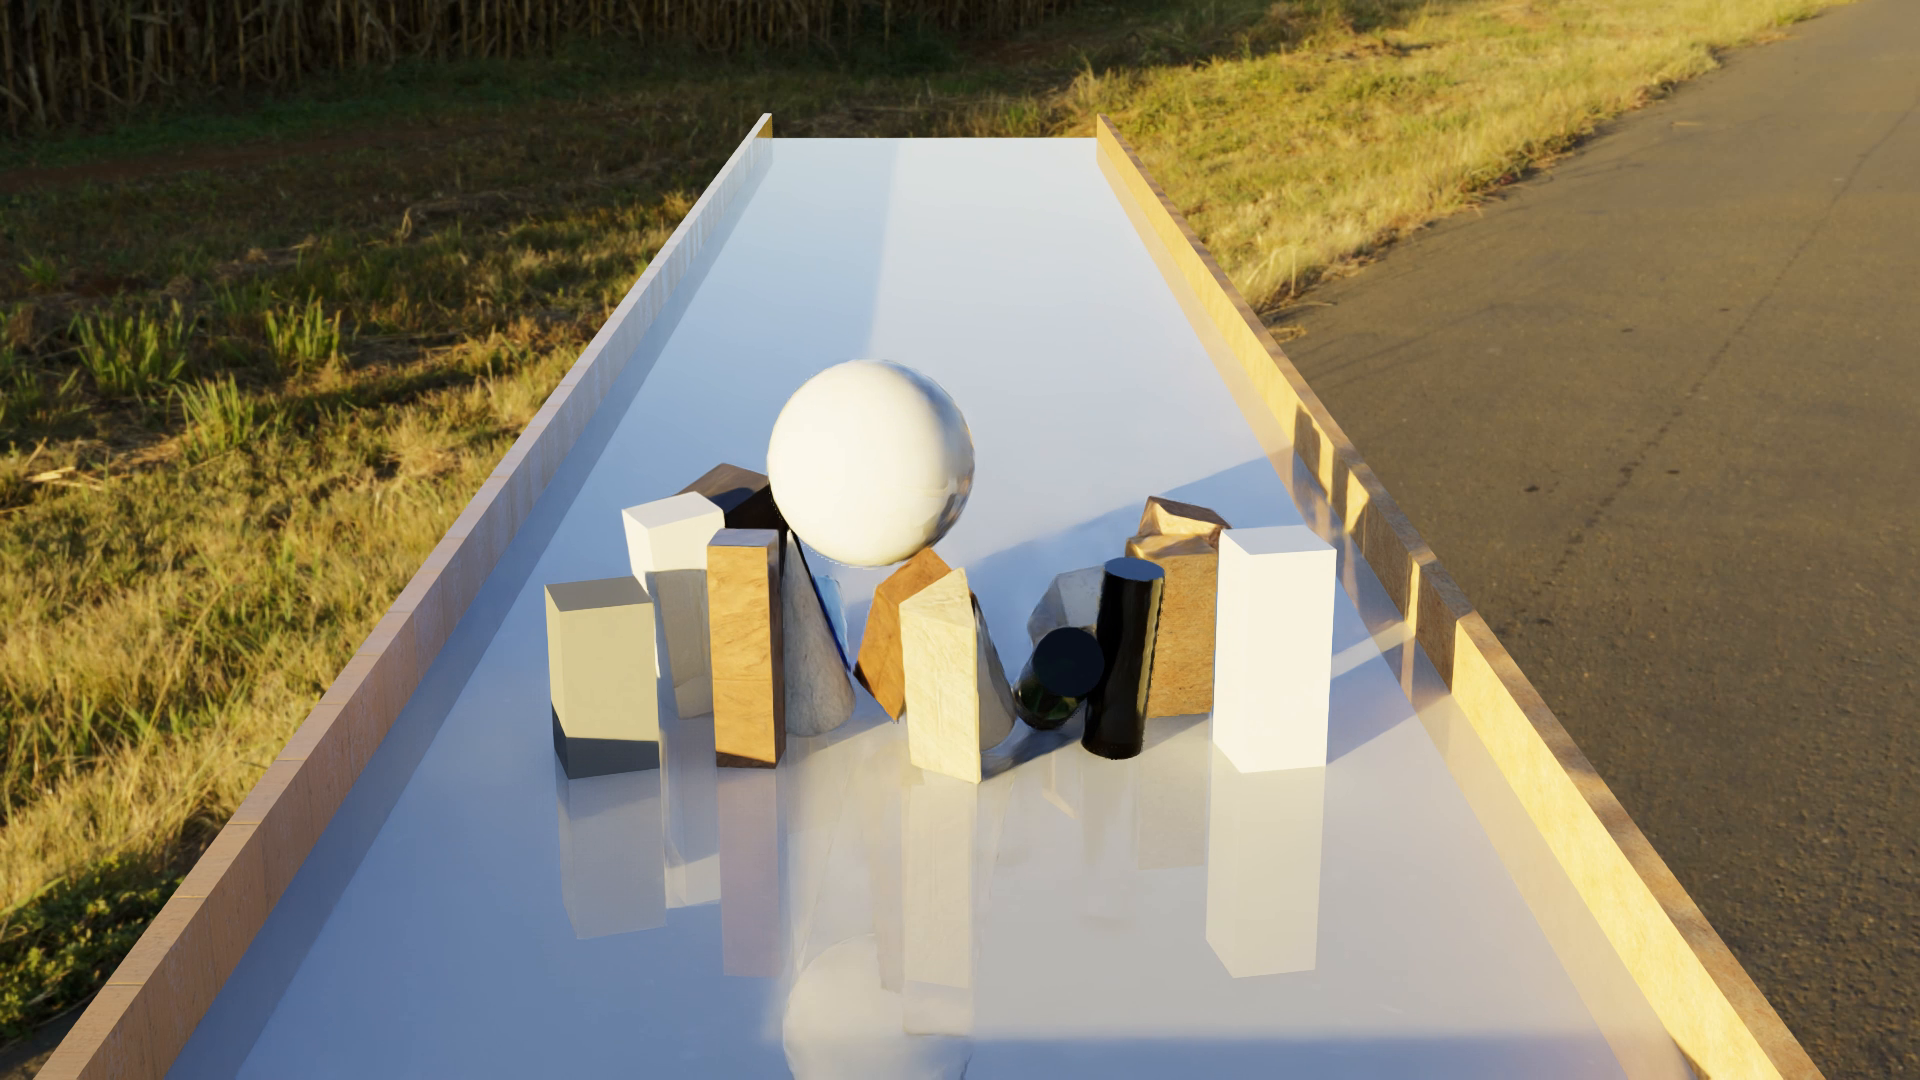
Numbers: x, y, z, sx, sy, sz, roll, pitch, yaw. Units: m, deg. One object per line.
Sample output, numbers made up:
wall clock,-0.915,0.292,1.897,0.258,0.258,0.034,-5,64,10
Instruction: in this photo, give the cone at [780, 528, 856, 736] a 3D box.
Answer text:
cone,-0.287,0.139,3.937,0.170,0.436,0.170,-2,42,2

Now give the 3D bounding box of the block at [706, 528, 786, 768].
block,-0.374,0.191,3.866,0.105,0.408,0.105,1,17,6

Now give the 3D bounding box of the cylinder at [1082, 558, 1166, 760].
cylinder,0.289,0.210,3.900,0.109,0.343,0.109,5,20,-2

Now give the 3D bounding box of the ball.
ball,-0.151,-0.132,3.764,0.357,0.357,0.357,0,17,0

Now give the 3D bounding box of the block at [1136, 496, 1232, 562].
block,0.400,0.101,4.266,0.133,0.330,0.133,12,14,-16

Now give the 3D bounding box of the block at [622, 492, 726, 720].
block,-0.511,0.122,4.126,0.146,0.379,0.146,-15,21,-23

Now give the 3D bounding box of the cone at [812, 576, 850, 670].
cone,-0.257,0.192,4.486,0.109,0.109,0.317,-4,27,-15

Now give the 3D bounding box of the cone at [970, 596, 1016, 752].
cone,0.022,0.201,3.839,0.174,0.377,0.174,1,55,-1

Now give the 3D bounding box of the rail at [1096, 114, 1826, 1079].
rail,0.932,-0.844,7.801,0.050,0.150,12.000,0,17,-1

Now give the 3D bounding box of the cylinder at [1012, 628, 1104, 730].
cylinder,0.171,0.249,3.901,0.122,0.122,0.331,-2,-14,-6

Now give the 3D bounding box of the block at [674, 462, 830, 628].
block,-0.424,0.056,4.346,0.171,0.358,0.171,17,44,44

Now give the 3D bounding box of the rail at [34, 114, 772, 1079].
rail,-1.118,-0.838,7.780,0.050,0.150,12.000,0,17,-1

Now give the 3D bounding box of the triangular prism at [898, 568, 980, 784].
triangular prism,-0.012,0.224,3.700,0.130,0.424,0.112,16,51,15

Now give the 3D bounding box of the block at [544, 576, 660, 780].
block,-0.631,0.240,3.879,0.161,0.307,0.161,-6,17,-18

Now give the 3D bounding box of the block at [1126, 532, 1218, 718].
block,0.394,0.160,4.136,0.136,0.314,0.136,-4,17,-13

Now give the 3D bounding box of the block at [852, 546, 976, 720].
block,-0.086,0.171,3.873,0.117,0.447,0.117,-39,78,-21

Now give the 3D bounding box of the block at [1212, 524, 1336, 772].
block,0.553,0.191,3.886,0.157,0.399,0.157,-4,17,-12

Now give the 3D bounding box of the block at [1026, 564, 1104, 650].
block,0.215,0.152,4.177,0.105,0.105,0.393,-12,-13,-10
